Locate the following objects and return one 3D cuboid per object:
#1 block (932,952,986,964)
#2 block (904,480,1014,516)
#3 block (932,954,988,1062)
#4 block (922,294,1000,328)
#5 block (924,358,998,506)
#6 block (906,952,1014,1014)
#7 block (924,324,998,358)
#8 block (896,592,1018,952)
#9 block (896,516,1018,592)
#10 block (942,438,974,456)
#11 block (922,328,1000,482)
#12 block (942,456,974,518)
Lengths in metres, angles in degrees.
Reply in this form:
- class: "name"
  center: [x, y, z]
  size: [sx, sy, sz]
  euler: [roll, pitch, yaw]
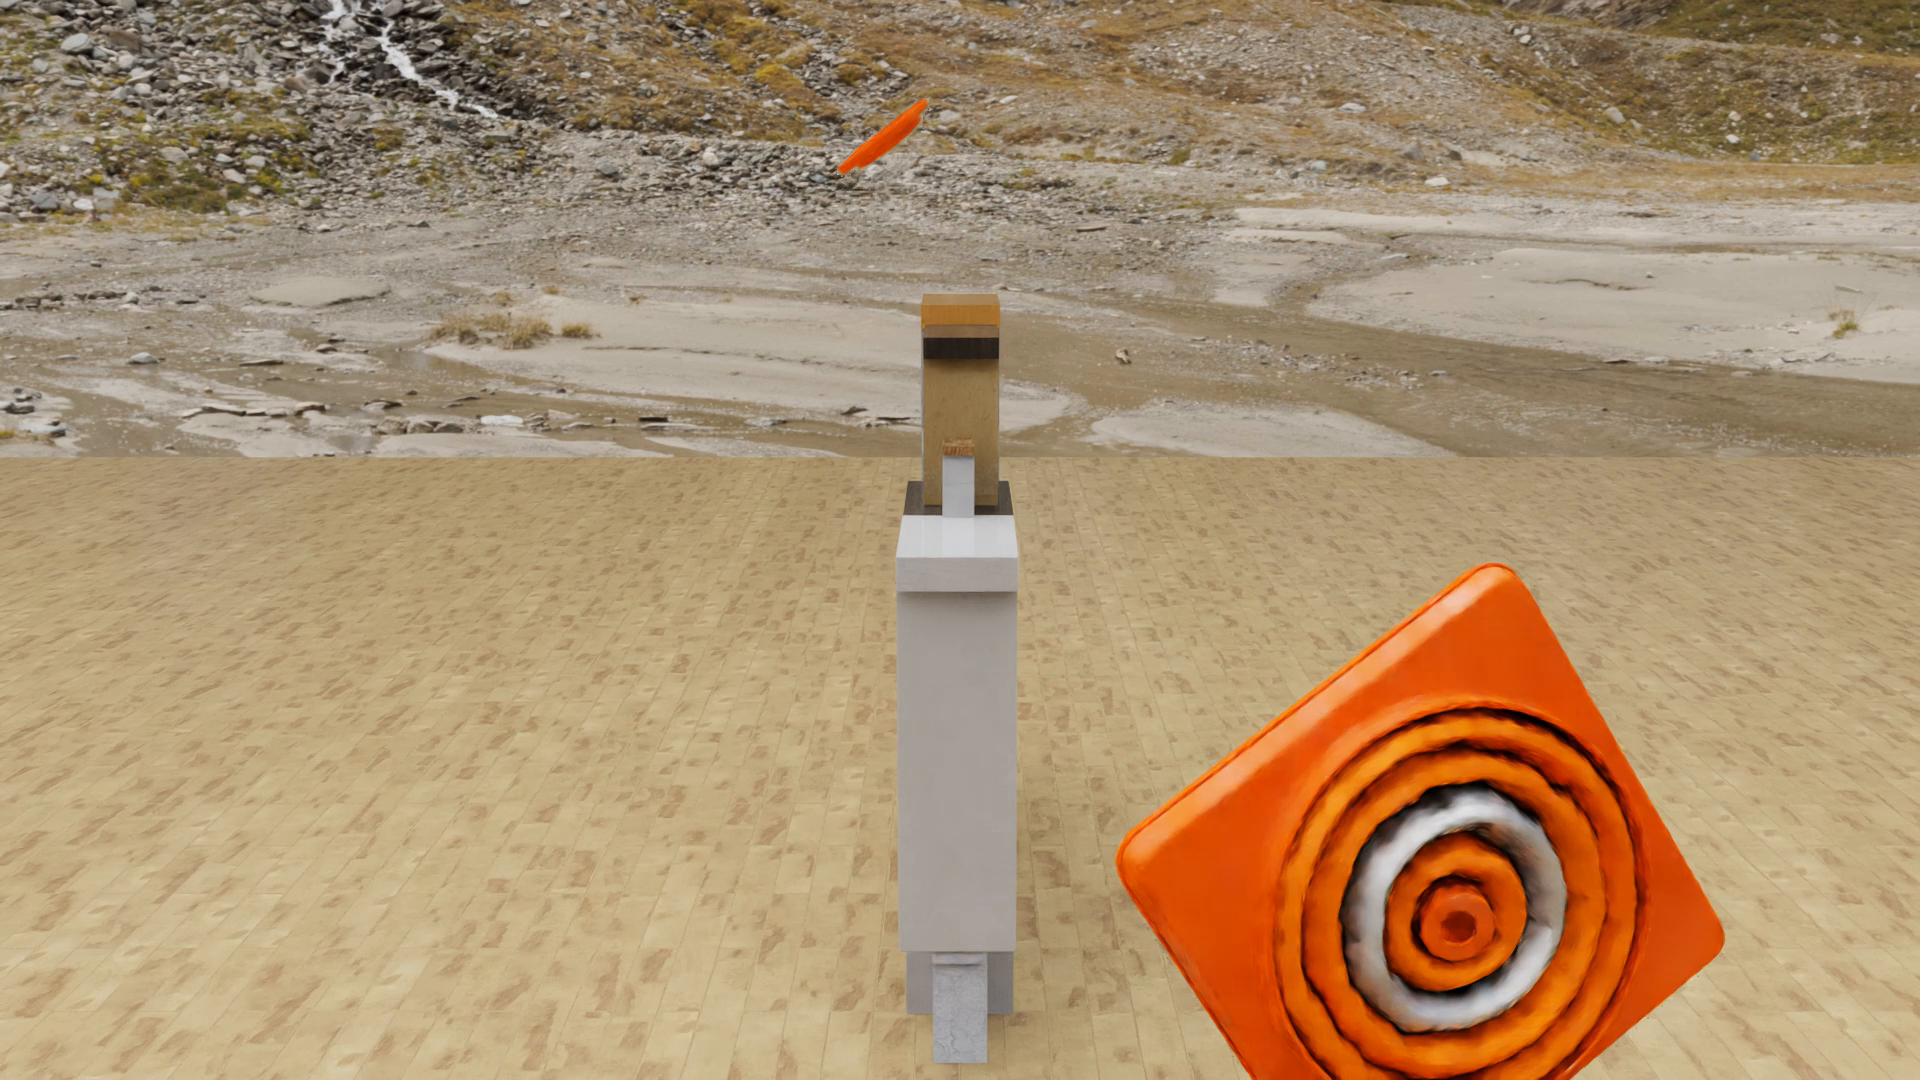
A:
- class: "block"
  center: [0.000, 0.547, 3.033]
  size: [0.074, 0.021, 0.148]
  euler: [0, 11, 0]
- class: "block"
  center: [-0.002, -0.042, 3.295]
  size: [0.157, 0.045, 0.315]
  euler: [0, 11, 0]
- class: "block"
  center: [0.000, 0.639, 3.000]
  size: [0.074, 0.148, 0.021]
  euler: [0, 10, 0]
- class: "block"
  center: [0.001, -0.364, 3.489]
  size: [0.121, 0.034, 0.242]
  euler: [0, 11, 0]
- class: "block"
  center: [0.001, -0.160, 3.215]
  size: [0.108, 0.217, 0.031]
  euler: [0, 11, 0]
- class: "block"
  center: [0.000, 0.527, 3.161]
  size: [0.154, 0.309, 0.044]
  euler: [0, 11, 0]
- class: "block"
  center: [0.002, -0.295, 3.263]
  size: [0.108, 0.031, 0.217]
  euler: [0, 11, 0]
- class: "block"
  center: [-0.004, 0.302, 2.926]
  size: [0.158, 0.500, 0.045]
  euler: [0, 11, 0]
- class: "block"
  center: [-0.003, 0.016, 2.979]
  size: [0.158, 0.045, 0.316]
  euler: [0, 10, 0]
- class: "block"
  center: [-0.002, -0.134, 3.132]
  size: [0.045, 0.013, 0.090]
  euler: [0, 11, 0]
- class: "block"
  center: [0.000, -0.214, 3.435]
  size: [0.121, 0.242, 0.034]
  euler: [0, 10, 0]
- class: "block"
  center: [-0.002, -0.078, 3.112]
  size: [0.045, 0.090, 0.013]
  euler: [0, 11, 0]
